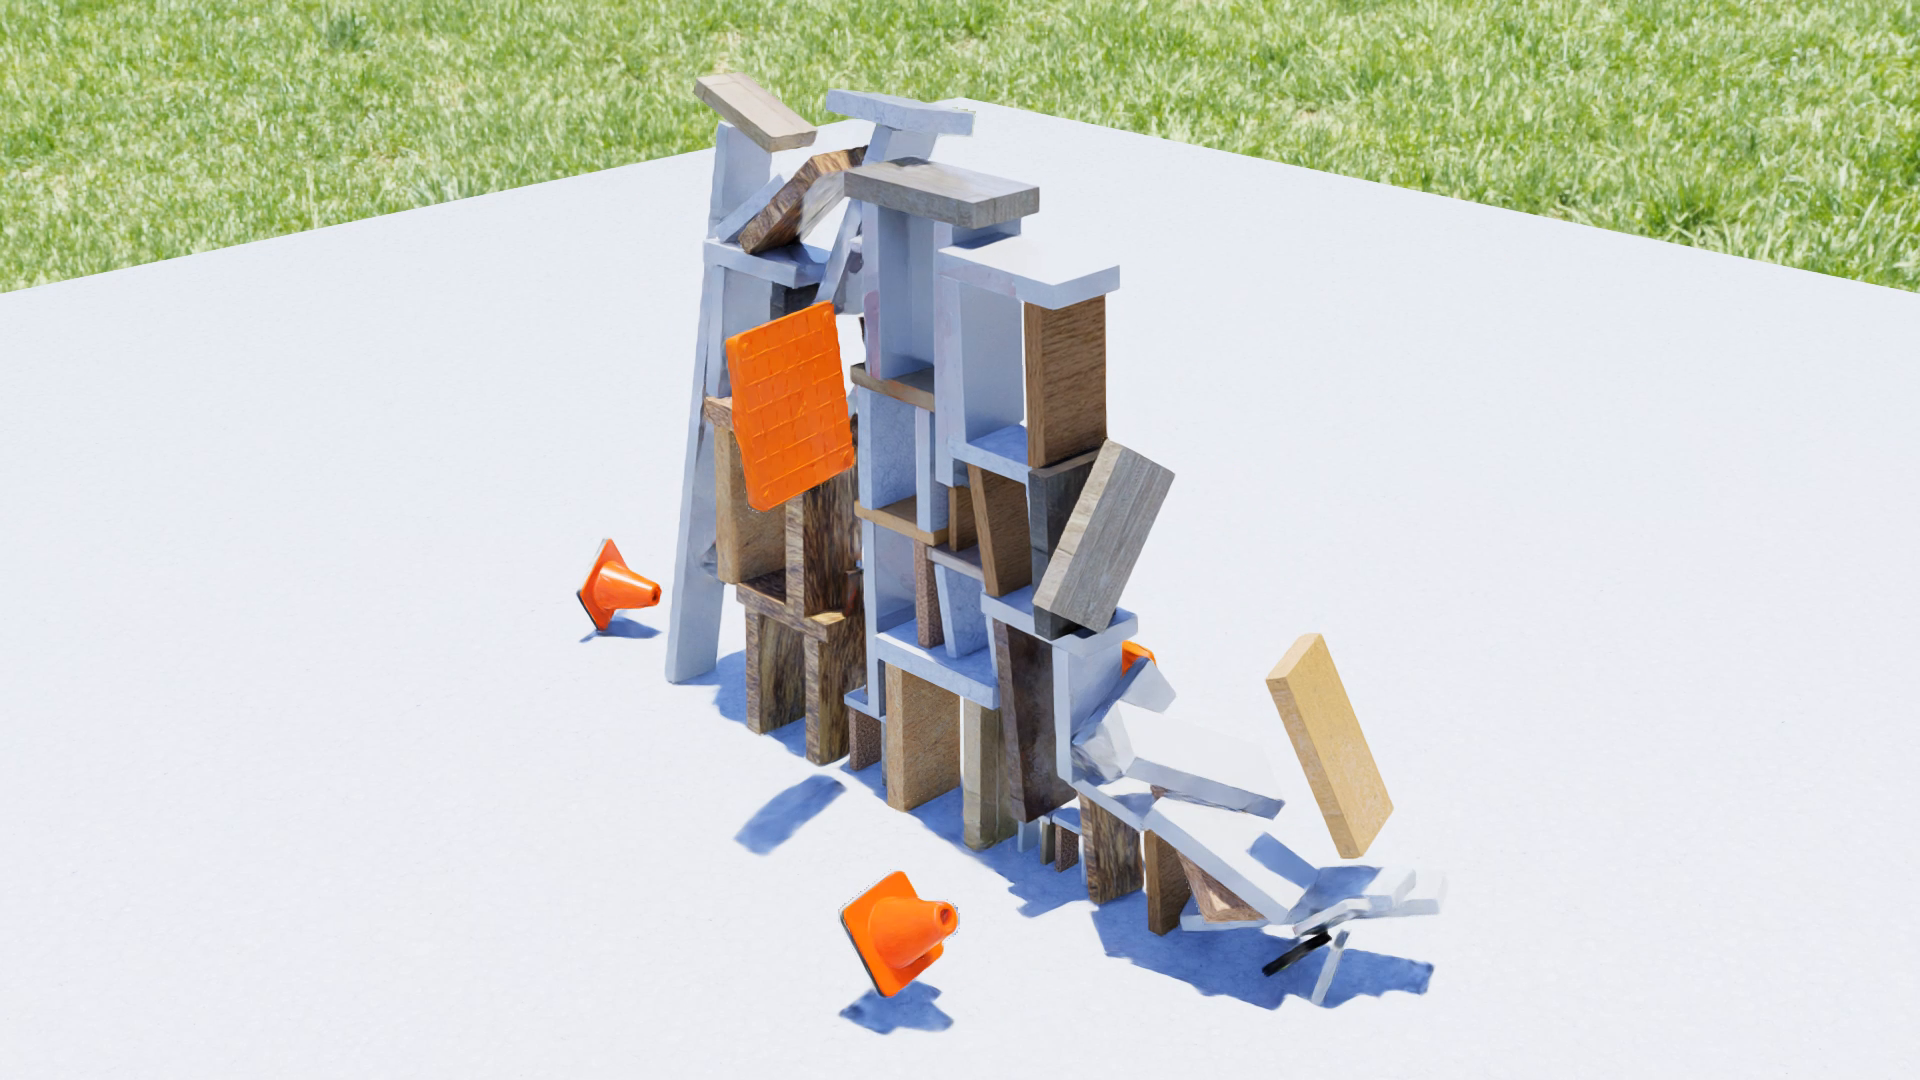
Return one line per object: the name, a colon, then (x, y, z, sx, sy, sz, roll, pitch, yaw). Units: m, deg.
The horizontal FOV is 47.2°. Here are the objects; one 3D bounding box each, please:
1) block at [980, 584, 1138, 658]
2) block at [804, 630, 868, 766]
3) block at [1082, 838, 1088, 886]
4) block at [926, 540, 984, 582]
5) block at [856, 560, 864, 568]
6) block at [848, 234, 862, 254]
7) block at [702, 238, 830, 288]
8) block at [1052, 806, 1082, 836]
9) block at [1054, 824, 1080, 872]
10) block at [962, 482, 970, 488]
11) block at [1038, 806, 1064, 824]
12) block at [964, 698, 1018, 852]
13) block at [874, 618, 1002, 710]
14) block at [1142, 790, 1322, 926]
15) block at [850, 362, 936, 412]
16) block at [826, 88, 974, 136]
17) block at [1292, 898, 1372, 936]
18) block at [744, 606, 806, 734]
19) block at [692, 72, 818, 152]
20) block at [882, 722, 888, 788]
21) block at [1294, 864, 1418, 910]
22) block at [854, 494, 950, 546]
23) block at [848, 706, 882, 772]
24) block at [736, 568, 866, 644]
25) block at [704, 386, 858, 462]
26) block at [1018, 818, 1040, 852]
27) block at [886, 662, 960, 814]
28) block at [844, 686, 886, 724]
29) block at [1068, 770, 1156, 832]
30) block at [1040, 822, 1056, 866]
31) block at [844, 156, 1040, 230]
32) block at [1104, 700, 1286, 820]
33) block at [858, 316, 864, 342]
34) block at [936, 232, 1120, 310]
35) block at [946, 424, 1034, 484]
block: (0.181, 0.135, 4.037, 0.137, 0.039, 0.274, -22, 30, -36)
block: (-0.257, 0.316, 4.636, 0.146, 0.293, 0.041, -20, 30, -41)
block: (0.256, 0.605, 4.203, 0.015, 0.104, 0.052, 21, 31, 41)
block: (0.036, 0.037, 4.196, 0.095, 0.027, 0.189, -21, 31, -40)
block: (-0.163, 0.051, 4.539, 0.095, 0.014, 0.048, 1, 5, -23)
block: (-0.138, -0.568, 4.208, 0.078, 0.022, 0.157, -31, 30, -24)
block: (-0.373, -0.568, 4.434, 0.143, 0.041, 0.286, -19, 30, -41)
block: (0.232, 0.541, 4.202, 0.103, 0.015, 0.052, 21, 31, 41)
block: (0.207, 0.586, 4.247, 0.015, 0.103, 0.052, 21, 31, 41)
block: (0.043, -0.116, 4.132, 0.071, 0.020, 0.142, -20, 30, -38)
block: (0.158, 0.522, 4.268, 0.047, 0.013, 0.095, -22, 31, -38)
block: (0.080, 0.435, 4.317, 0.046, 0.327, 0.163, 21, 31, 41)
block: (0.004, 0.233, 4.315, 0.163, 0.046, 0.327, -21, 31, -41)
block: (0.474, 0.537, 3.834, 0.292, 0.041, 0.146, 37, 34, 15)
block: (-0.080, -0.300, 4.180, 0.124, 0.035, 0.247, -20, 30, -39)
block: (-0.117, -0.813, 4.179, 0.148, 0.042, 0.295, -2, 17, -34)
block: (0.643, 0.653, 3.805, 0.064, 0.128, 0.018, 4, 59, -43)
block: (-0.394, 0.262, 4.763, 0.146, 0.292, 0.041, -20, 30, -41)
block: (-0.415, -0.866, 4.444, 0.123, 0.035, 0.246, -20, 50, -43)
block: (-0.128, 0.432, 4.553, 0.021, 0.148, 0.074, 21, 31, 41)
block: (0.683, 0.611, 3.871, 0.214, 0.030, 0.107, -5, 17, 36)
block: (-0.090, -0.049, 4.306, 0.112, 0.032, 0.223, -21, 31, -41)
block: (-0.198, 0.405, 4.617, 0.074, 0.148, 0.021, -21, 31, -41)
block: (-0.323, 0.134, 4.638, 0.146, 0.041, 0.293, -19, 30, -41)
block: (-0.349, -0.245, 4.527, 0.174, 0.049, 0.347, -19, 29, -41)
block: (0.135, 0.563, 4.311, 0.047, 0.095, 0.013, -22, 34, -40)
block: (-0.074, 0.375, 4.458, 0.046, 0.327, 0.163, 21, 31, 41)
block: (-0.163, 0.341, 4.552, 0.074, 0.021, 0.148, -21, 31, -41)
block: (0.308, 0.464, 4.054, 0.110, 0.031, 0.220, -15, 26, -30)
block: (0.179, 0.581, 4.269, 0.047, 0.094, 0.013, -22, 34, -39)
block: (-0.035, -0.633, 3.992, 0.169, 0.048, 0.338, -21, 31, -40)
block: (0.417, 0.392, 3.912, 0.314, 0.044, 0.157, 19, 29, -22)
block: (-0.094, -0.424, 4.327, 0.205, 0.029, 0.103, -6, 19, -4)
block: (0.116, -0.468, 3.808, 0.153, 0.043, 0.305, -21, 30, -35)
block: (0.112, -0.156, 3.959, 0.130, 0.037, 0.259, -22, 31, -37)
